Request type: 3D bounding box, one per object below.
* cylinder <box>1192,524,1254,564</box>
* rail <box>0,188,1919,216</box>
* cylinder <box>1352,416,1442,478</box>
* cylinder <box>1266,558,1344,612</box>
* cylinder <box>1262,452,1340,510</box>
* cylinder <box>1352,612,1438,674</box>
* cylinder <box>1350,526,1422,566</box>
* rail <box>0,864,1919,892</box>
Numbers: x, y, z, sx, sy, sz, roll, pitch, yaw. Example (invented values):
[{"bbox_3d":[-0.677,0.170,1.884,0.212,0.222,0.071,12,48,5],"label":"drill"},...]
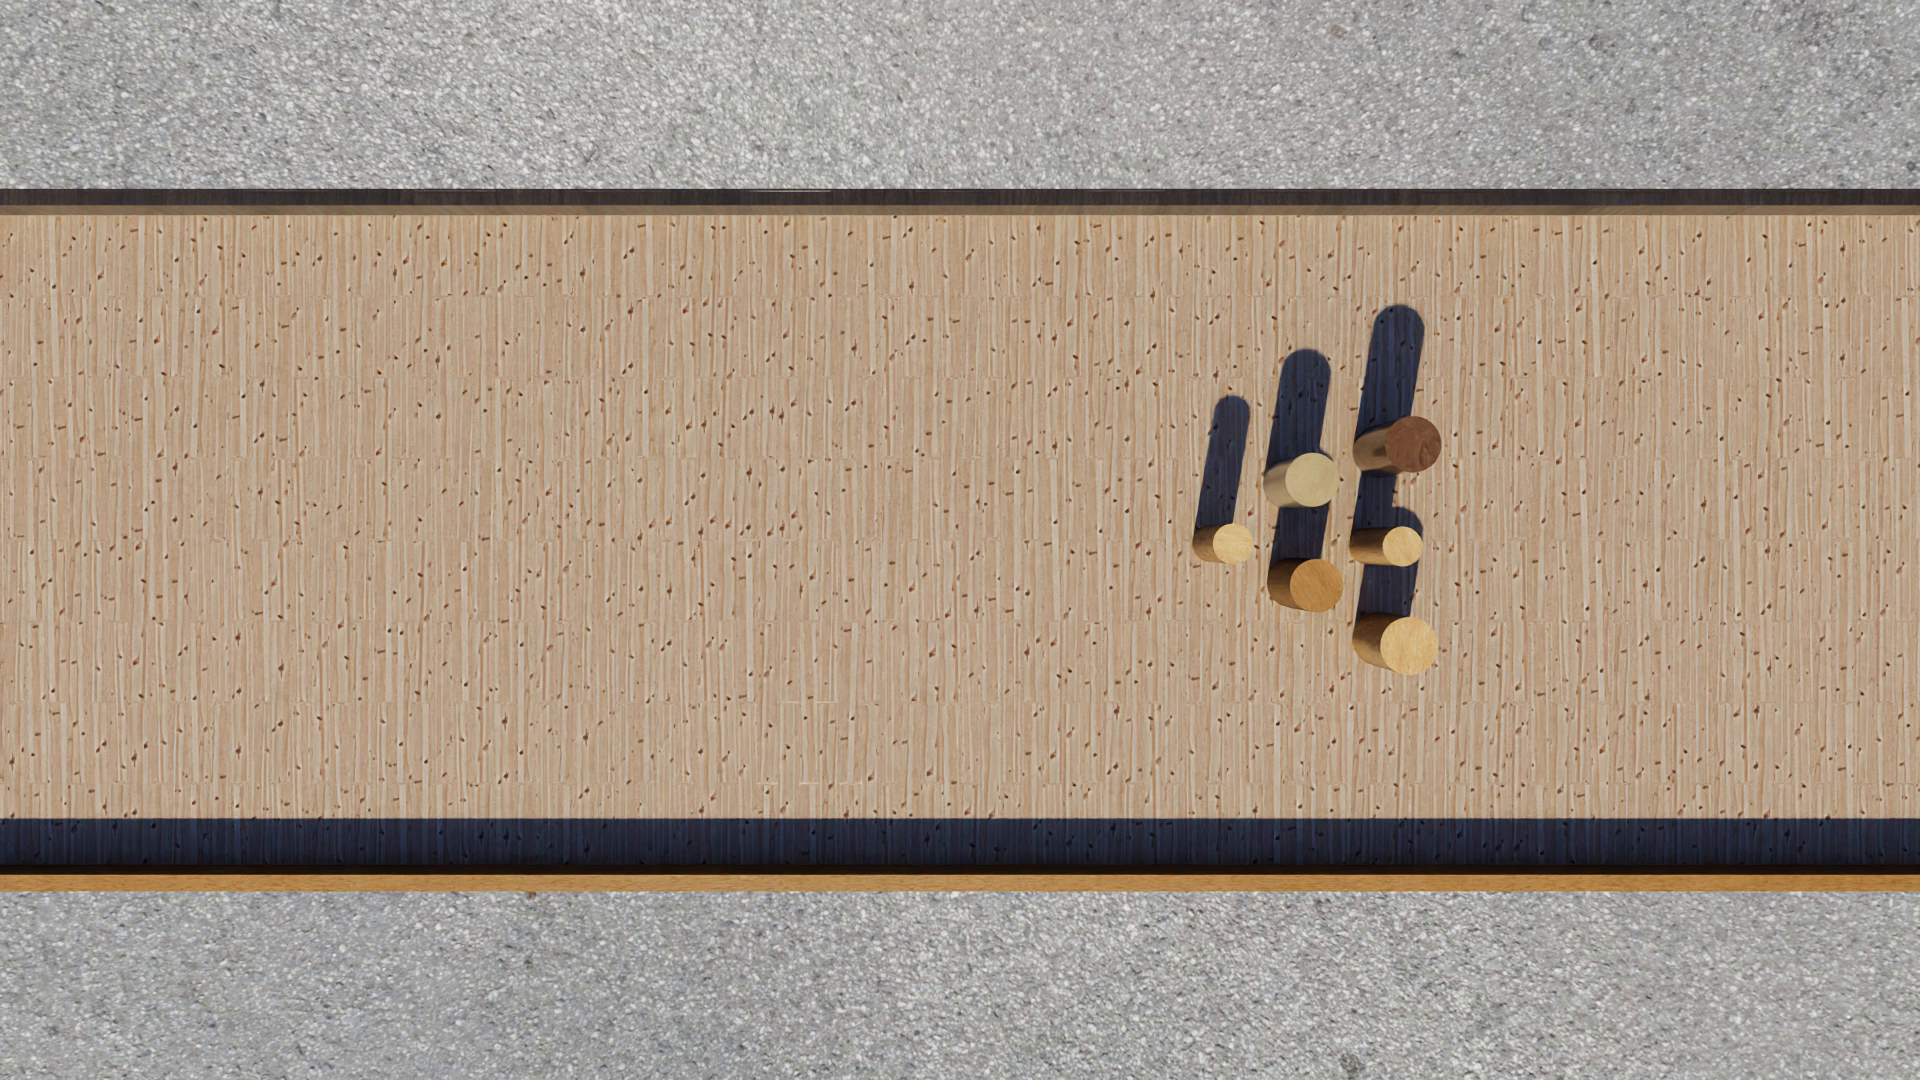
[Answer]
[{"bbox_3d":[0.772,0.011,4.868,0.114,0.416,0.114,0,90,0],"label":"cylinder"},{"bbox_3d":[-2.247,-1.025,5.002,12.000,0.150,0.050,0,90,0],"label":"rail"},{"bbox_3d":[1.289,-0.272,4.883,0.161,0.388,0.161,0,90,0],"label":"cylinder"},{"bbox_3d":[1.021,0.131,4.898,0.154,0.357,0.154,0,90,0],"label":"cylinder"},{"bbox_3d":[1.009,-0.172,4.900,0.155,0.354,0.155,0,90,0],"label":"cylinder"},{"bbox_3d":[1.290,0.305,4.907,0.166,0.339,0.166,0,90,0],"label":"cylinder"},{"bbox_3d":[1.253,0.018,4.873,0.113,0.407,0.113,0,90,0],"label":"cylinder"},{"bbox_3d":[-2.247,1.025,5.001,12.000,0.150,0.050,0,90,0],"label":"rail"}]
